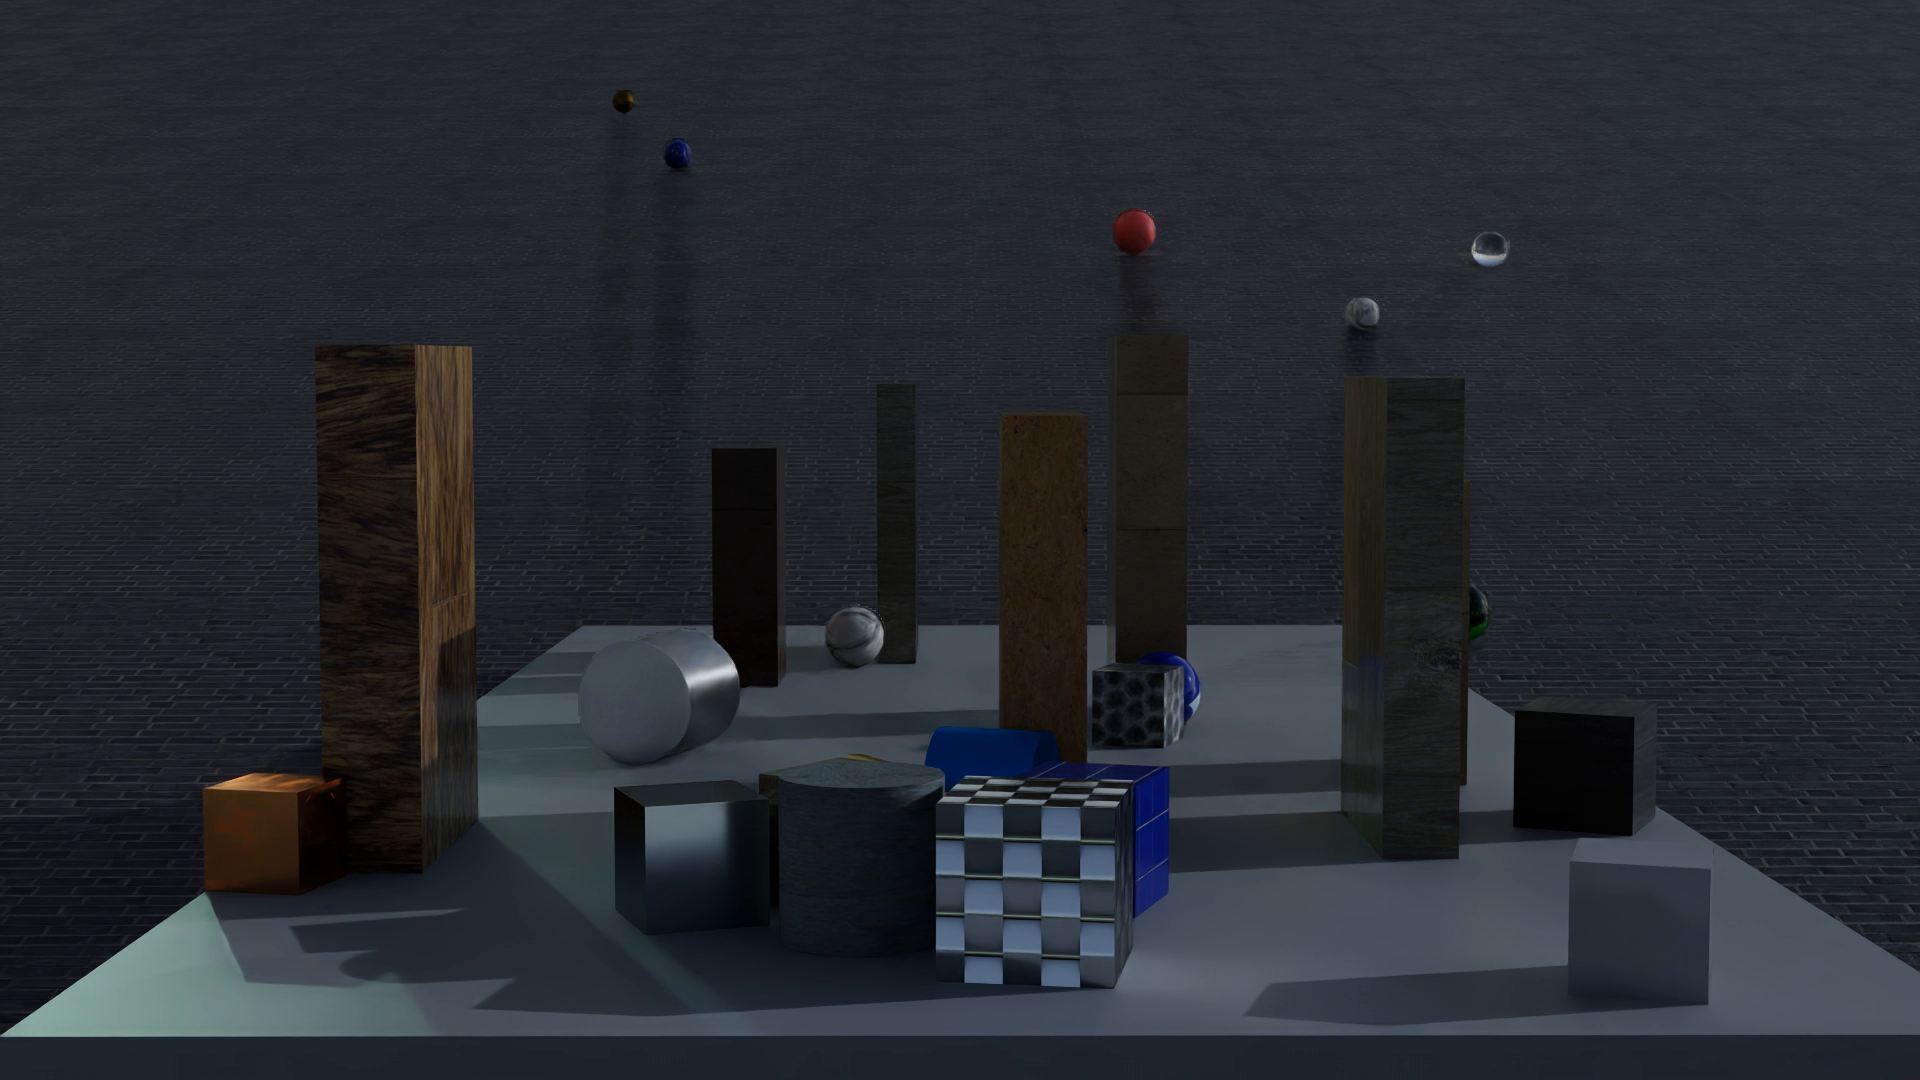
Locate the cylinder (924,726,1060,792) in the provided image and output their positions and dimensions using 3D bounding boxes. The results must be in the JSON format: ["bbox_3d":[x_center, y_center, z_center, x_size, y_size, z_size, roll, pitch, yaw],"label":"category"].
[{"bbox_3d":[0.046,0.341,3.592,0.155,0.155,0.155,1,19,18],"label":"cylinder"}]

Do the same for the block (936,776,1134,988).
[{"bbox_3d":[0.085,0.374,2.836,0.193,0.193,0.193,1,4,10],"label":"block"}]

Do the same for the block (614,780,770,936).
[{"bbox_3d":[-0.323,0.378,3.080,0.151,0.151,0.151,-2,4,-21],"label":"block"}]

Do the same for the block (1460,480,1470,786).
[{"bbox_3d":[0.741,0.138,4.171,0.115,0.480,0.282,0,4,0],"label":"block"}]

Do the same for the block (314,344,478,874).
[{"bbox_3d":[-0.767,0.079,3.523,0.128,0.689,0.393,0,4,0],"label":"block"}]

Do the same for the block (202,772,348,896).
[{"bbox_3d":[-0.876,0.375,3.285,0.130,0.130,0.130,1,4,13],"label":"block"}]

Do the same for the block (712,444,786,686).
[{"bbox_3d":[-0.443,0.048,5.404,0.133,0.492,0.263,0,4,0],"label":"block"}]

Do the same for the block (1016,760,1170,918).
[{"bbox_3d":[0.161,0.367,3.174,0.159,0.159,0.159,1,4,19],"label":"block"}]

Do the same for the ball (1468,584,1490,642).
[{"bbox_3d":[1.299,0.187,6.670,0.159,0.159,0.159,0,19,0],"label":"ball"}]

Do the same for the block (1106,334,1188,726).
[{"bbox_3d":[0.351,-0.026,4.834,0.131,0.717,0.274,0,4,0],"label":"block"}]

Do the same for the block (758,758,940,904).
[{"bbox_3d":[-0.136,0.366,3.186,0.160,0.160,0.160,3,5,35],"label":"block"}]

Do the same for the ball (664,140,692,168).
[{"bbox_3d":[-1.414,-1.929,12.831,0.140,0.140,0.140,0,19,0],"label":"ball"}]

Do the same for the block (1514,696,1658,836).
[{"bbox_3d":[0.907,0.325,3.718,0.169,0.169,0.169,2,4,26],"label":"block"}]

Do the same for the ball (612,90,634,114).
[{"bbox_3d":[-1.886,-2.455,14.379,0.123,0.123,0.123,0,19,0],"label":"ball"}]

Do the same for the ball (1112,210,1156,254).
[{"bbox_3d":[0.746,-1.320,10.996,0.185,0.185,0.185,0,19,0],"label":"ball"}]

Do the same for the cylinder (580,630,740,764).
[{"bbox_3d":[-0.508,0.264,4.356,0.205,0.205,0.205,7,6,18],"label":"cylinder"}]

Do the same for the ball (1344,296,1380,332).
[{"bbox_3d":[1.526,-0.857,9.737,0.132,0.132,0.132,0,19,0],"label":"ball"}]

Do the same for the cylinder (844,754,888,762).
[{"bbox_3d":[-0.118,0.362,3.540,0.120,0.120,0.120,-11,9,-29],"label":"cylinder"}]

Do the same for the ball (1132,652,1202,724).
[{"bbox_3d":[0.364,0.274,4.646,0.144,0.144,0.144,0,19,0],"label":"ball"}]

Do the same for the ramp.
[{"bbox_3d":[0.045,0.404,4.539,2.000,0.100,4.000,0,4,0],"label":"ramp"}]

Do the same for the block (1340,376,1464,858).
[{"bbox_3d":[0.618,0.094,3.610,0.103,0.645,0.371,0,4,0],"label":"block"}]

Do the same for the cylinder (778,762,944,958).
[{"bbox_3d":[-0.113,0.366,2.961,0.192,0.192,0.192,0,4,0],"label":"cylinder"}]

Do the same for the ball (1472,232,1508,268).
[{"bbox_3d":[2.222,-1.217,10.749,0.151,0.151,0.151,0,19,0],"label":"ball"}]

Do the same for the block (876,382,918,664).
[{"bbox_3d":[-0.141,-0.048,5.877,0.085,0.620,0.403,0,4,0],"label":"block"}]

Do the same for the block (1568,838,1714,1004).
[{"bbox_3d":[0.730,0.405,2.745,0.142,0.142,0.142,1,4,18],"label":"block"}]

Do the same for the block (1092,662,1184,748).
[{"bbox_3d":[0.314,0.290,4.519,0.130,0.130,0.130,1,4,20],"label":"block"}]

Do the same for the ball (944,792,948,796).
[{"bbox_3d":[-0.009,0.379,3.100,0.147,0.147,0.147,0,19,0],"label":"ball"}]

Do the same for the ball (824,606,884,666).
[{"bbox_3d":[-0.232,0.212,5.650,0.130,0.130,0.130,0,19,0],"label":"ball"}]

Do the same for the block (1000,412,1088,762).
[{"bbox_3d":[0.121,0.109,3.794,0.121,0.591,0.280,0,4,0],"label":"block"}]
